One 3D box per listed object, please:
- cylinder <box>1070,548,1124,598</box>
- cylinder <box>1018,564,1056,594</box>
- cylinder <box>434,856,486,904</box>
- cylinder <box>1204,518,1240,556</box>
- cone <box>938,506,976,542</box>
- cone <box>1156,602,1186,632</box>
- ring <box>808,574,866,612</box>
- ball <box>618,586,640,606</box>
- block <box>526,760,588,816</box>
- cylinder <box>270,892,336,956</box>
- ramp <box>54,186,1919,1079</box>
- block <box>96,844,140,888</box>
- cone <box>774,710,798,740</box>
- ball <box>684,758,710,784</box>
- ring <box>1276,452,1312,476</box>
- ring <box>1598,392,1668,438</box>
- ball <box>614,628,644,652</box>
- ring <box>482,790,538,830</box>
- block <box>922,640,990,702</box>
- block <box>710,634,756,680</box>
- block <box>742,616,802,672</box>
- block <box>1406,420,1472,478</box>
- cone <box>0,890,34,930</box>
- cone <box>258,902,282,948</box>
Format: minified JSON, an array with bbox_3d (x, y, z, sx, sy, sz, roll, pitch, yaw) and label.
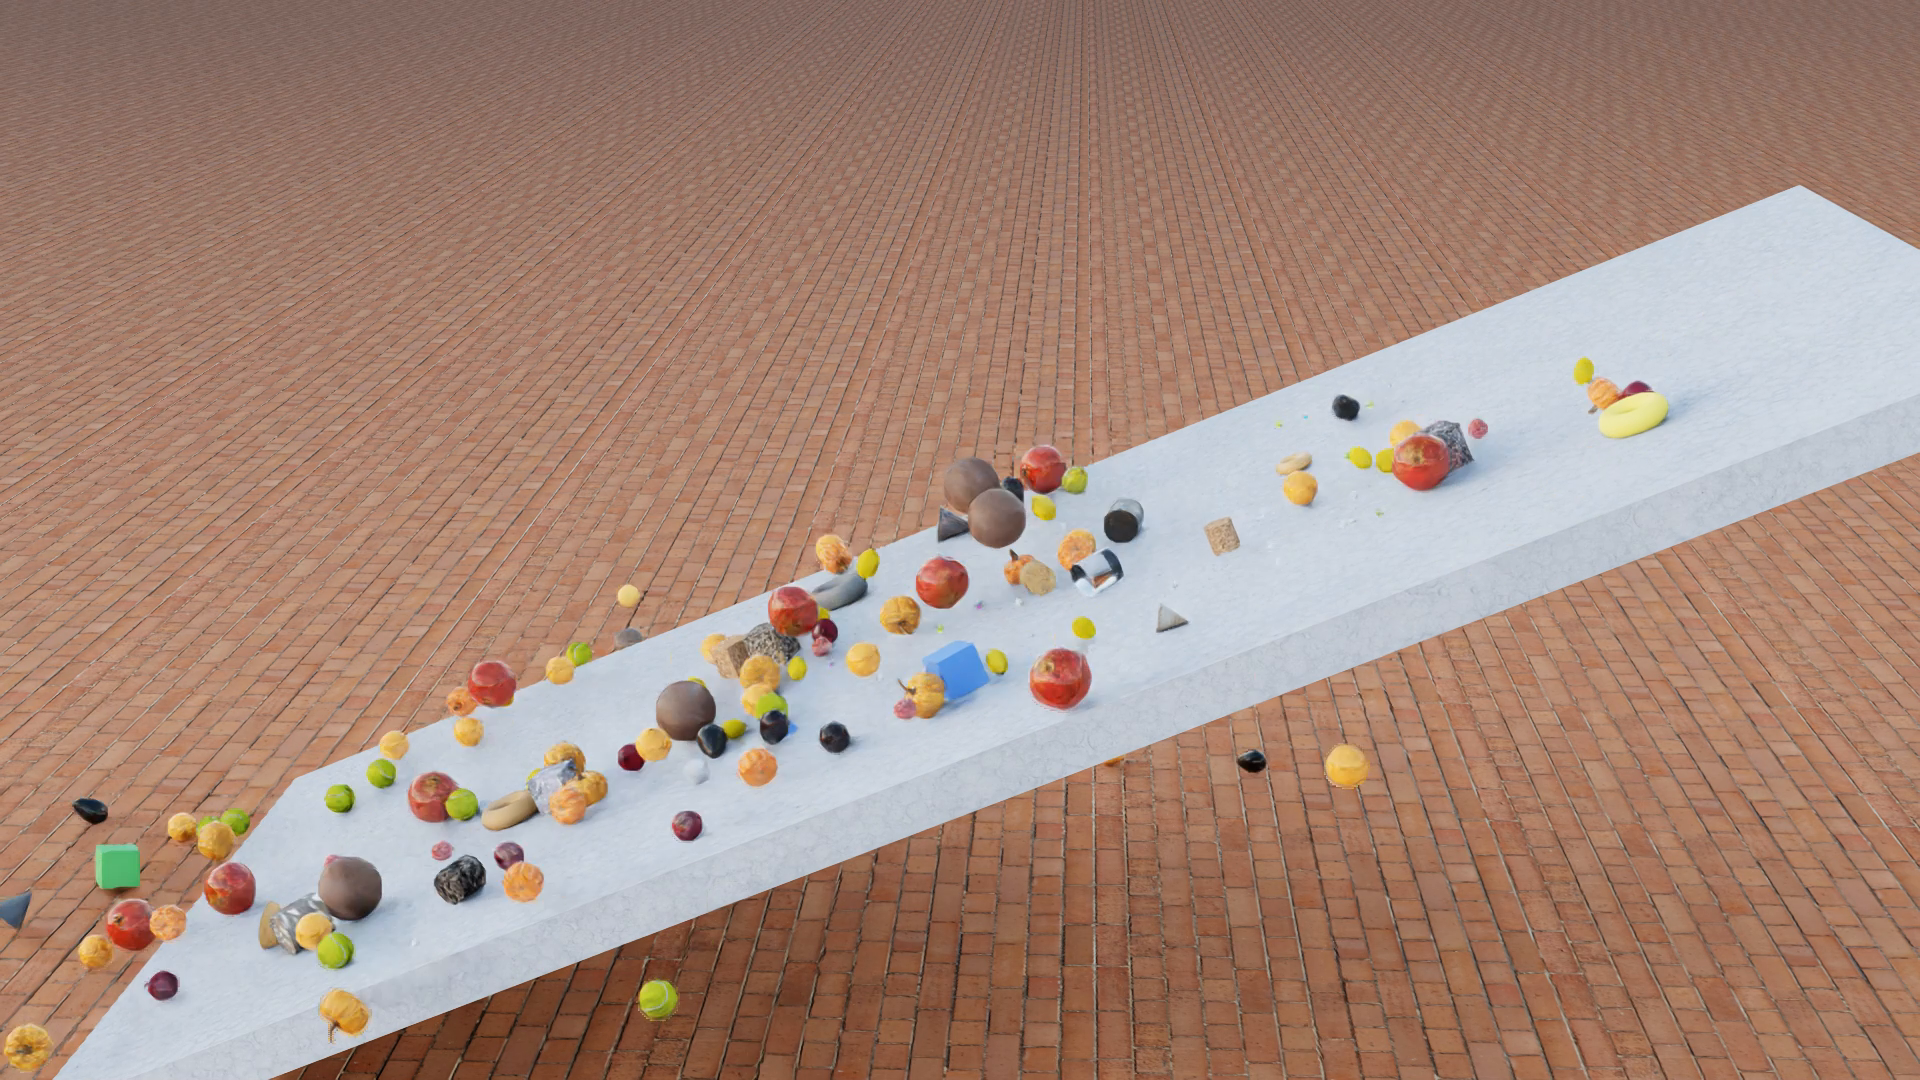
[{"bbox_3d":[0.281,0.067,6.039,0.077,0.077,0.077,-29,26,-25],"label":"cylinder"},{"bbox_3d":[0.164,0.081,6.217,0.064,0.064,0.064,-4,1,-16],"label":"cylinder"},{"bbox_3d":[-0.981,0.667,5.774,0.072,0.072,0.072,8,24,28],"label":"cylinder"},{"bbox_3d":[0.530,-0.007,5.944,0.059,0.059,0.059,-22,12,5],"label":"cylinder"},{"bbox_3d":[-0.006,-0.035,7.080,0.092,0.092,0.092,4,14,-1],"label":"cone"},{"bbox_3d":[0.406,0.152,5.568,0.058,0.058,0.058,14,15,3],"label":"cone"},{"bbox_3d":[-0.286,0.124,6.895,0.146,0.049,0.146,-21,12,5],"label":"ring"},{"bbox_3d":[-1.063,0.180,9.437,0.070,0.070,0.070,0,14,0],"label":"ball"},{"bbox_3d":[-0.843,0.518,6.155,0.078,0.078,0.078,-18,13,23],"label":"block"},{"bbox_3d":[-1.322,0.771,5.910,0.093,0.093,0.093,-31,29,-30],"label":"cylinder"},{"bbox_3d":[0.126,0.172,6.288,4.000,0.100,2.000,-21,12,8],"label":"ramp"},{"bbox_3d":[-2.006,0.776,7.003,0.087,0.087,0.087,0,5,-24],"label":"block"},{"bbox_3d":[-0.364,0.369,5.978,0.054,0.054,0.054,-22,12,5],"label":"cone"},{"bbox_3d":[-0.527,0.462,5.885,0.051,0.051,0.051,0,14,0],"label":"ball"},{"bbox_3d":[0.720,-0.165,6.344,0.081,0.027,0.081,-23,12,5],"label":"ring"},{"bbox_3d":[1.279,-0.237,5.589,0.138,0.046,0.138,-24,15,7],"label":"ring"},{"bbox_3d":[-0.997,0.311,8.865,0.095,0.095,0.095,0,14,0],"label":"ball"},{"bbox_3d":[-0.947,0.570,6.208,0.134,0.045,0.134,-21,13,5],"label":"ring"},{"bbox_3d":[-0.009,0.255,5.747,0.084,0.084,0.084,-27,13,-19],"label":"block"},{"bbox_3d":[-0.503,0.262,6.631,0.076,0.076,0.076,-31,14,-32],"label":"block"},{"bbox_3d":[-0.422,0.233,6.594,0.082,0.082,0.082,-17,14,26],"label":"block"},{"bbox_3d":[0.955,-0.181,5.856,0.082,0.082,0.082,-26,12,-12],"label":"block"},{"bbox_3d":[-2.145,0.830,6.710,0.083,0.083,0.083,-46,26,-7],"label":"cone"},{"bbox_3d":[-1.368,0.794,6.014,0.098,0.098,0.098,7,15,10],"label":"cone"}]
